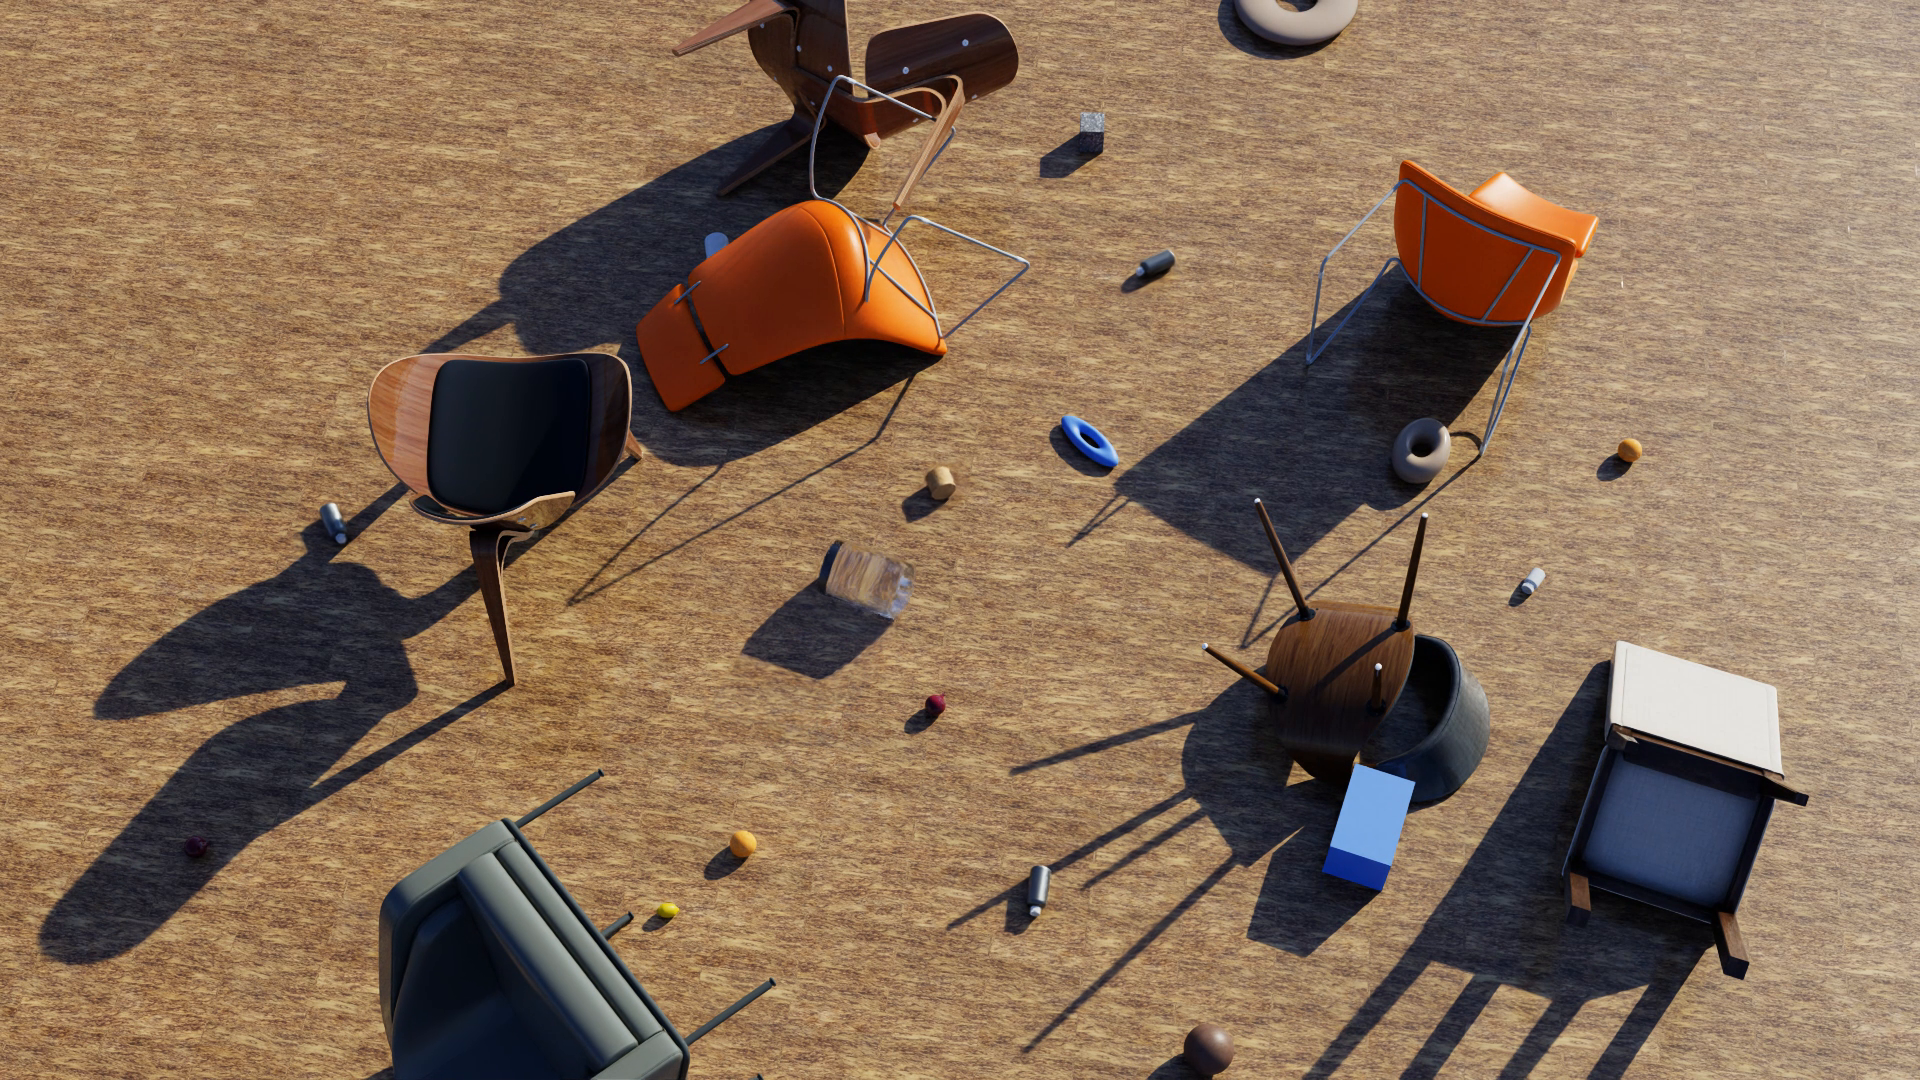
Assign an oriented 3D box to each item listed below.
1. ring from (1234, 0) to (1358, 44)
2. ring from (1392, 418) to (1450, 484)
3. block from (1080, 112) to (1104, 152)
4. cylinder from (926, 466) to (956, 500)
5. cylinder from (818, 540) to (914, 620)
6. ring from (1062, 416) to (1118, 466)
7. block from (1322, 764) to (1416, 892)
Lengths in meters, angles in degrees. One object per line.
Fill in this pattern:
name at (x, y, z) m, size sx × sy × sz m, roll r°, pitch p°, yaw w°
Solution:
ring at (1.196, -1.927, 7.828) m, size 0.436 × 0.066 × 0.466 m, roll 29°, pitch 61°, yaw 17°
ring at (1.407, -0.273, 6.706) m, size 0.170 × 0.087 × 0.242 m, roll 21°, pitch 58°, yaw 15°
block at (0.446, -1.378, 7.440) m, size 0.080 × 0.098 × 0.088 m, roll 2°, pitch 56°, yaw 1°
cylinder at (-0.058, -0.172, 6.645) m, size 0.078 × 0.073 × 0.067 m, roll -29°, pitch 57°, yaw 11°
cylinder at (-0.273, 0.114, 6.392) m, size 0.230 × 0.178 × 0.169 m, roll 19°, pitch 97°, yaw 12°
ring at (0.398, -0.304, 6.755) m, size 0.086 × 0.039 × 0.242 m, roll -37°, pitch 64°, yaw -20°
block at (1.107, 0.778, 5.957) m, size 0.166 × 0.158 × 0.265 m, roll 17°, pitch 58°, yaw 11°
